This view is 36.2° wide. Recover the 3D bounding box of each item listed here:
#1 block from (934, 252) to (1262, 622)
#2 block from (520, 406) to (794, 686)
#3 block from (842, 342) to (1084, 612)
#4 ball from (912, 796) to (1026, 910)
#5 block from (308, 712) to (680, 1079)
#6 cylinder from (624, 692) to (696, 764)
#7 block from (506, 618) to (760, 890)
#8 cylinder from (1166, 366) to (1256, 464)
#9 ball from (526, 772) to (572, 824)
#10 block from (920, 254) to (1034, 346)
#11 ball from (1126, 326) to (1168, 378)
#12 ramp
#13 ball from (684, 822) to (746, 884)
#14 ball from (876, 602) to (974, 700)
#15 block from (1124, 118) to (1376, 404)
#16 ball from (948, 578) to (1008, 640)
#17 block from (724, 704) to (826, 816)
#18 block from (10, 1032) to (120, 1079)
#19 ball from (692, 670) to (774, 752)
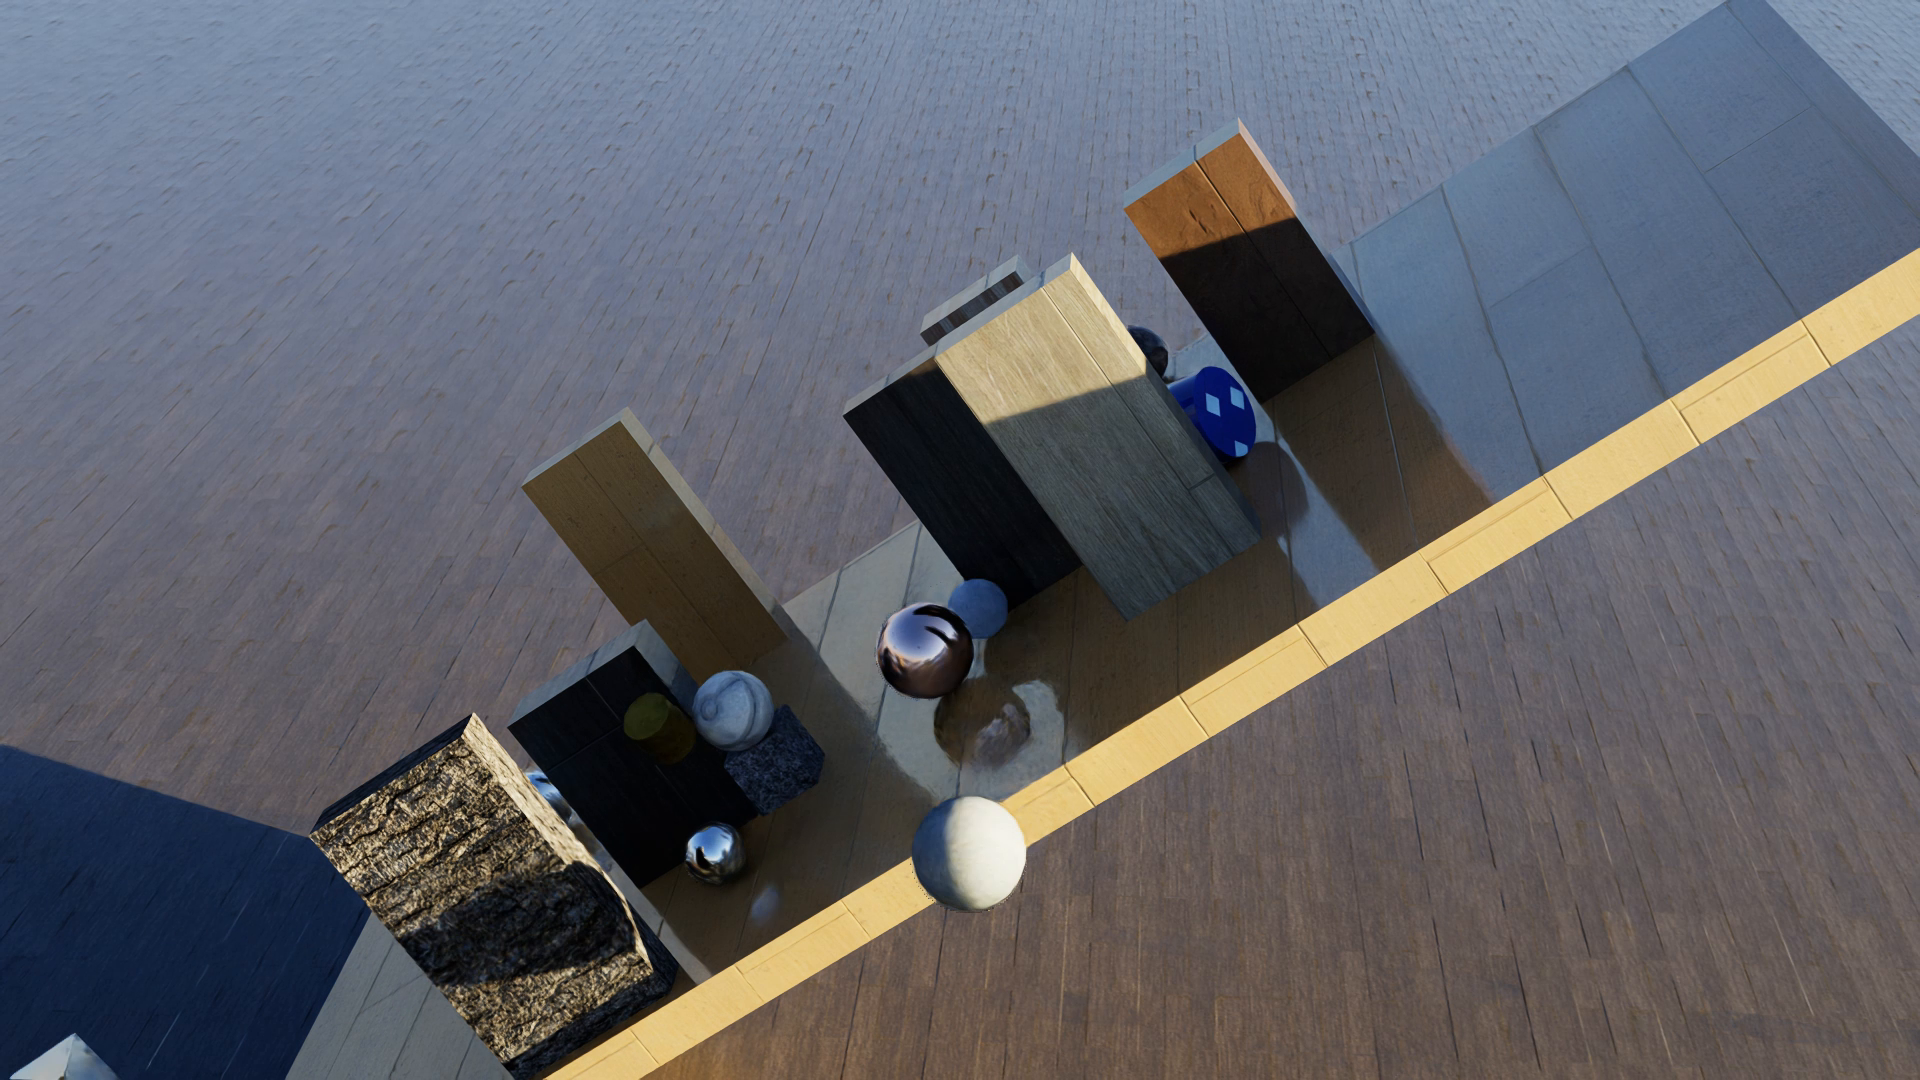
[{"bbox_3d":[0.269,-0.193,5.665,0.314,0.652,0.114,-32,16,15],"label":"block"},{"bbox_3d":[-0.728,0.038,7.123,0.301,0.676,0.105,-32,16,15],"label":"block"},{"bbox_3d":[0.092,-0.171,6.173,0.427,0.554,0.092,-32,16,15],"label":"block"},{"bbox_3d":[0.016,0.557,5.232,0.203,0.203,0.203,0,21,0],"label":"ball"},{"bbox_3d":[-0.884,0.688,5.611,0.372,0.643,0.108,-32,16,15],"label":"block"},{"bbox_3d":[-0.611,0.384,5.990,0.109,0.109,0.109,-16,51,22],"label":"cylinder"},{"bbox_3d":[-0.670,0.452,6.197,0.336,0.454,0.143,-32,16,15],"label":"block"},{"bbox_3d":[0.481,-0.237,6.189,0.201,0.201,0.201,-24,3,40],"label":"cylinder"},{"bbox_3d":[-0.998,0.629,6.945,0.165,0.165,0.165,0,21,0],"label":"ball"},{"bbox_3d":[0.170,-0.345,6.582,0.257,0.519,0.134,-32,16,15],"label":"block"},{"bbox_3d":[0.420,-0.433,6.994,0.152,0.152,0.152,0,21,0],"label":"ball"},{"bbox_3d":[0.135,0.174,6.307,4.000,0.100,2.000,-32,16,15],"label":"ramp"},{"bbox_3d":[-0.492,0.628,5.913,0.126,0.126,0.126,0,21,0],"label":"ball"},{"bbox_3d":[-0.071,0.228,6.032,0.199,0.199,0.199,0,21,0],"label":"ball"},{"bbox_3d":[0.621,-0.598,6.321,0.293,0.528,0.145,-32,16,15],"label":"block"},{"bbox_3d":[0.038,0.145,6.171,0.129,0.129,0.129,0,21,0],"label":"ball"},{"bbox_3d":[-0.387,0.460,6.150,0.141,0.141,0.141,-32,16,15],"label":"block"},{"bbox_3d":[-1.980,1.246,6.499,0.182,0.182,0.182,-34,22,5],"label":"block"},{"bbox_3d":[-0.467,0.351,6.061,0.167,0.167,0.167,0,21,0],"label":"ball"}]
